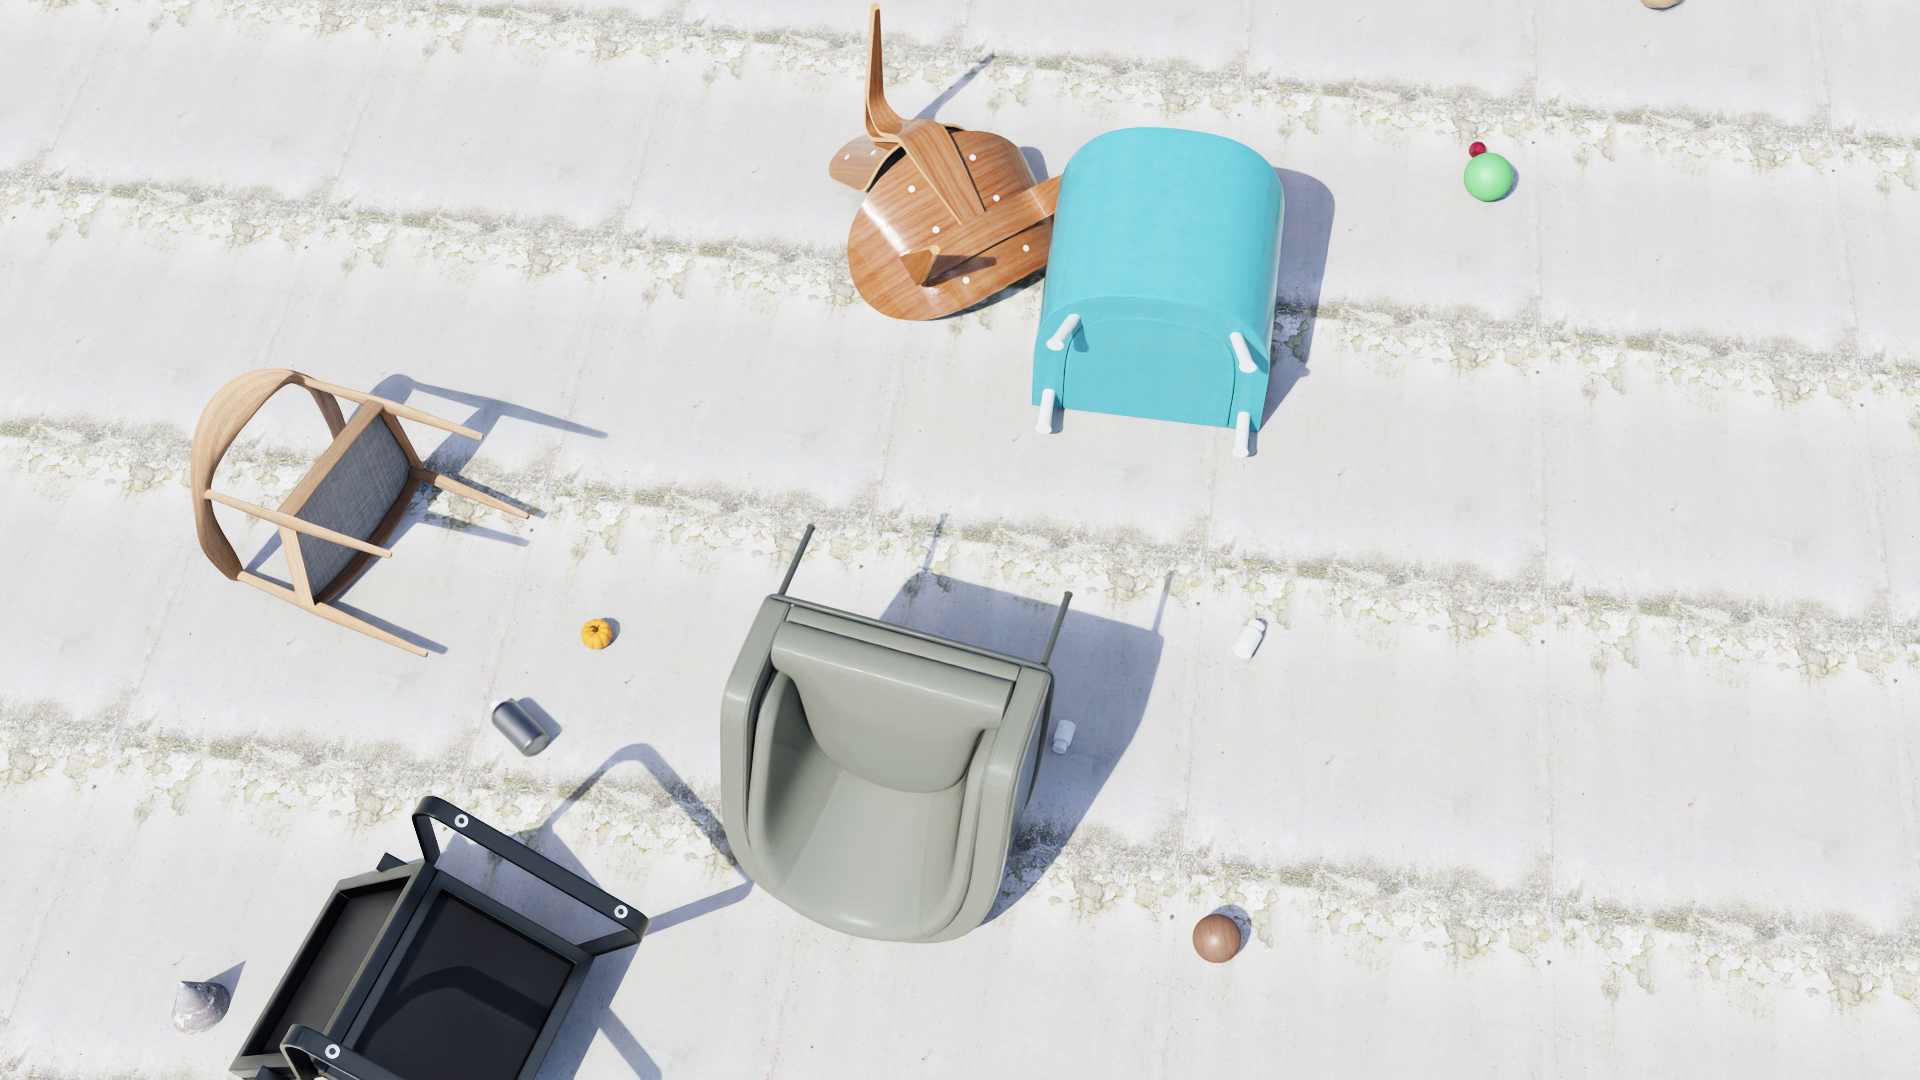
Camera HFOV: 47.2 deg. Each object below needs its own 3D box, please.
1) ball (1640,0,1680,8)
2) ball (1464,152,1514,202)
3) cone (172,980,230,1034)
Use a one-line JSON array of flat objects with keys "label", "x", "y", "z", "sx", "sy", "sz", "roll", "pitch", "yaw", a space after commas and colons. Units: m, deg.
[{"label": "ball", "x": 2.484, "y": -1.978, "z": 7.788, "sx": 0.188, "sy": 0.188, "sz": 0.188, "roll": 0, "pitch": 56, "yaw": 0}, {"label": "ball", "x": 1.750, "y": -1.203, "z": 7.285, "sx": 0.160, "sy": 0.160, "sz": 0.160, "roll": 0, "pitch": 56, "yaw": 0}, {"label": "cone", "x": -1.985, "y": 1.174, "z": 5.675, "sx": 0.157, "sy": 0.185, "sz": 0.133, "roll": -37, "pitch": 64, "yaw": -22}]
